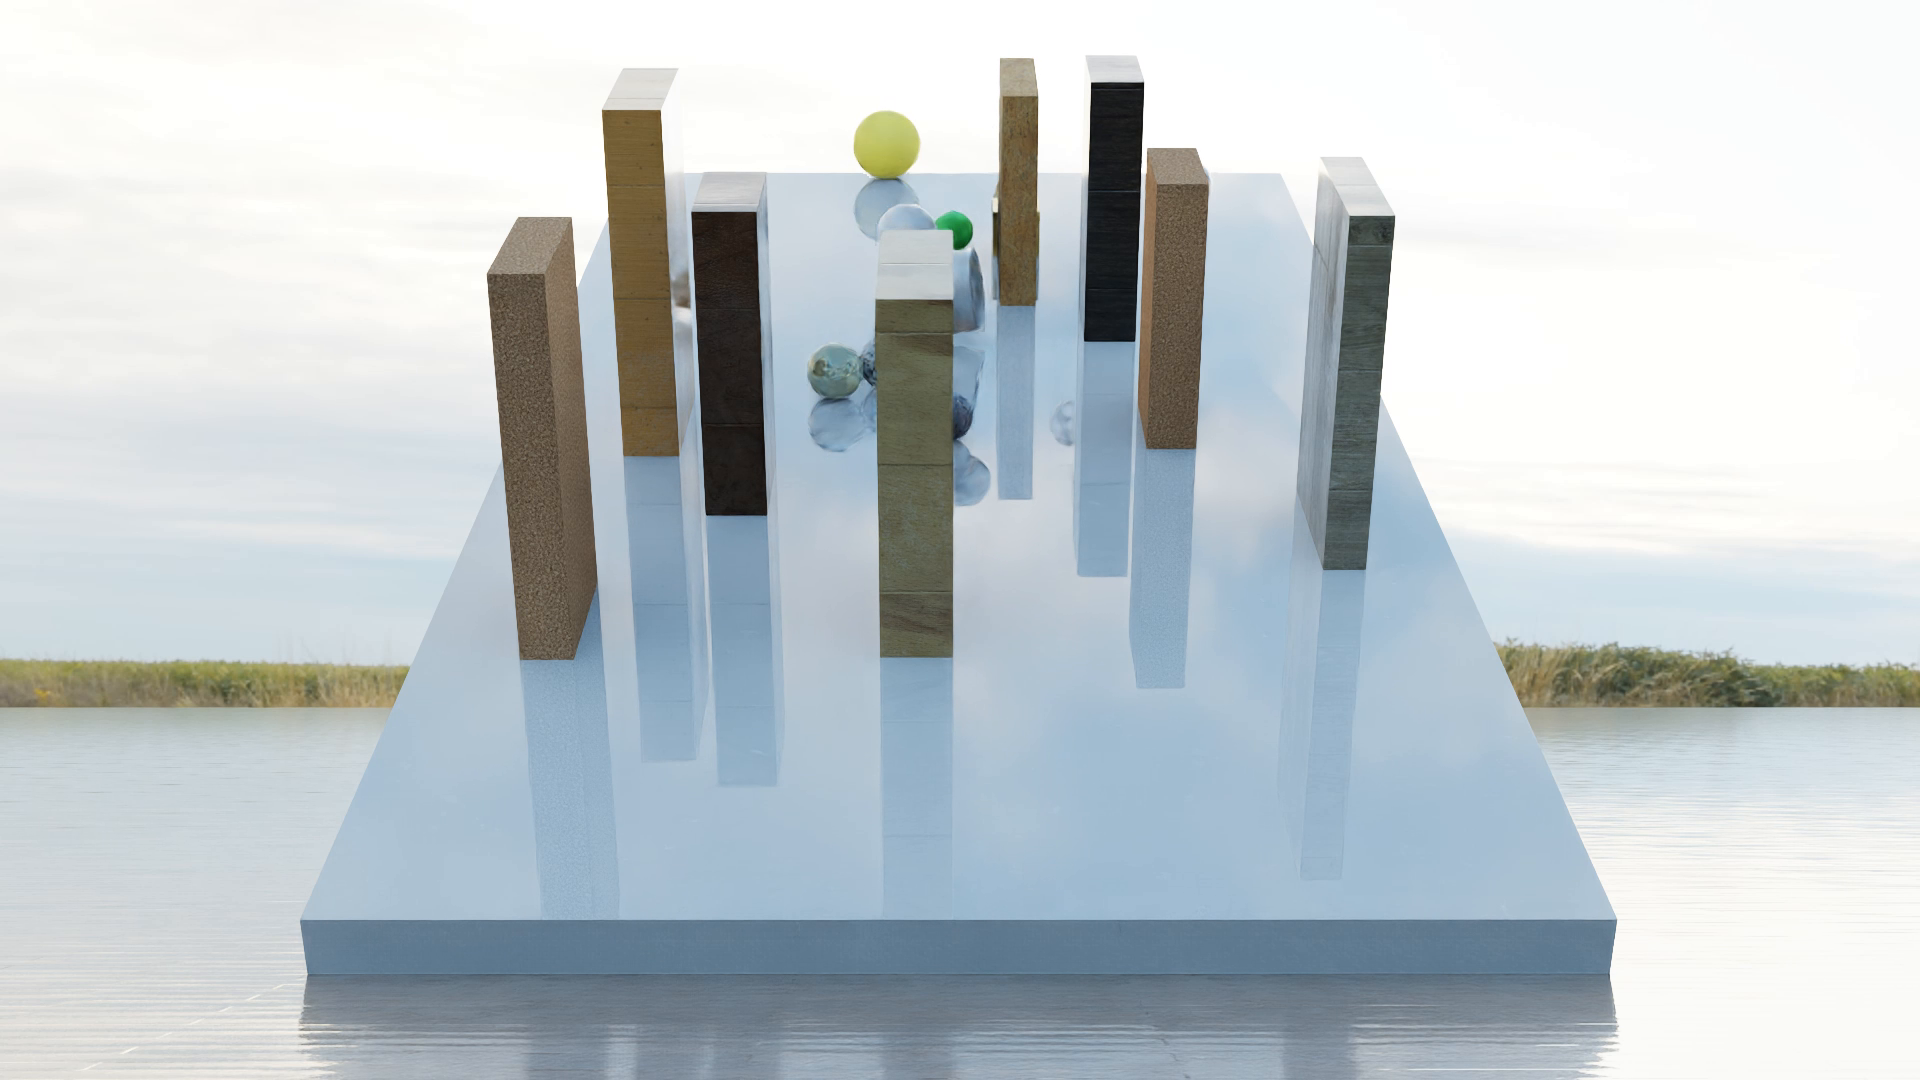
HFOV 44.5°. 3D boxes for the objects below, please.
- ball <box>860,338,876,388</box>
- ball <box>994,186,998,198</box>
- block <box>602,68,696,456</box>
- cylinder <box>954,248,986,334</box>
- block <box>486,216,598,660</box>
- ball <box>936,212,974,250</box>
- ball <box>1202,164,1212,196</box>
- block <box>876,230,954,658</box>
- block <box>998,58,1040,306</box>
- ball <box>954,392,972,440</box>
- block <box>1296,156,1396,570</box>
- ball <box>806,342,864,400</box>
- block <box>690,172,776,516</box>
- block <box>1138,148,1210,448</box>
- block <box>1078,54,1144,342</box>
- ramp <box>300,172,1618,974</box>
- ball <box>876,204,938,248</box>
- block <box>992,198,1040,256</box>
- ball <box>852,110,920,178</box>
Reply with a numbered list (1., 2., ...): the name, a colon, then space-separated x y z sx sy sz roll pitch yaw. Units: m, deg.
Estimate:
1. ball: -0.174 -0.418 5.523 0.127 0.127 0.127 0 -4 0
2. ball: 0.160 -0.987 6.734 0.127 0.127 0.127 0 -4 0
3. block: -0.681 -0.613 5.169 0.124 0.778 0.359 0 25 0
4. cylinder: -0.057 -0.609 5.800 0.204 0.204 0.204 -5 -5 10
5. block: -0.759 -0.186 4.298 0.099 0.744 0.326 0 25 0
6. ball: -0.019 -0.850 6.460 0.112 0.112 0.112 0 -4 0
7. ball: 0.668 -1.041 6.840 0.137 0.137 0.137 0 -4 0
8. block: -0.080 -0.181 4.347 0.135 0.696 0.386 0 25 0
9. block: 0.150 -0.943 6.142 0.092 0.550 0.406 0 25 0
10. ball: -0.027 -0.276 5.238 0.112 0.112 0.112 0 -4 0
11. block: 0.764 -0.356 4.684 0.086 0.731 0.396 0 25 0
12. ball: -0.292 -0.394 5.463 0.133 0.133 0.133 0 -4 0
13. block: -0.466 -0.408 4.876 0.129 0.657 0.281 0 25 0
14. block: 0.471 -0.538 5.215 0.111 0.608 0.284 0 25 0
15. block: 0.373 -0.847 5.819 0.129 0.654 0.272 0 25 0
16. ramp: -0.009 -0.229 5.388 2.000 0.100 4.000 0 25 0
17. ball: -0.143 -0.827 6.345 0.167 0.167 0.167 0 -4 0
18. block: 0.153 -0.865 6.473 0.128 0.128 0.128 0 26 -1
19. ball: -0.222 -1.196 7.084 0.206 0.206 0.206 0 -4 0
